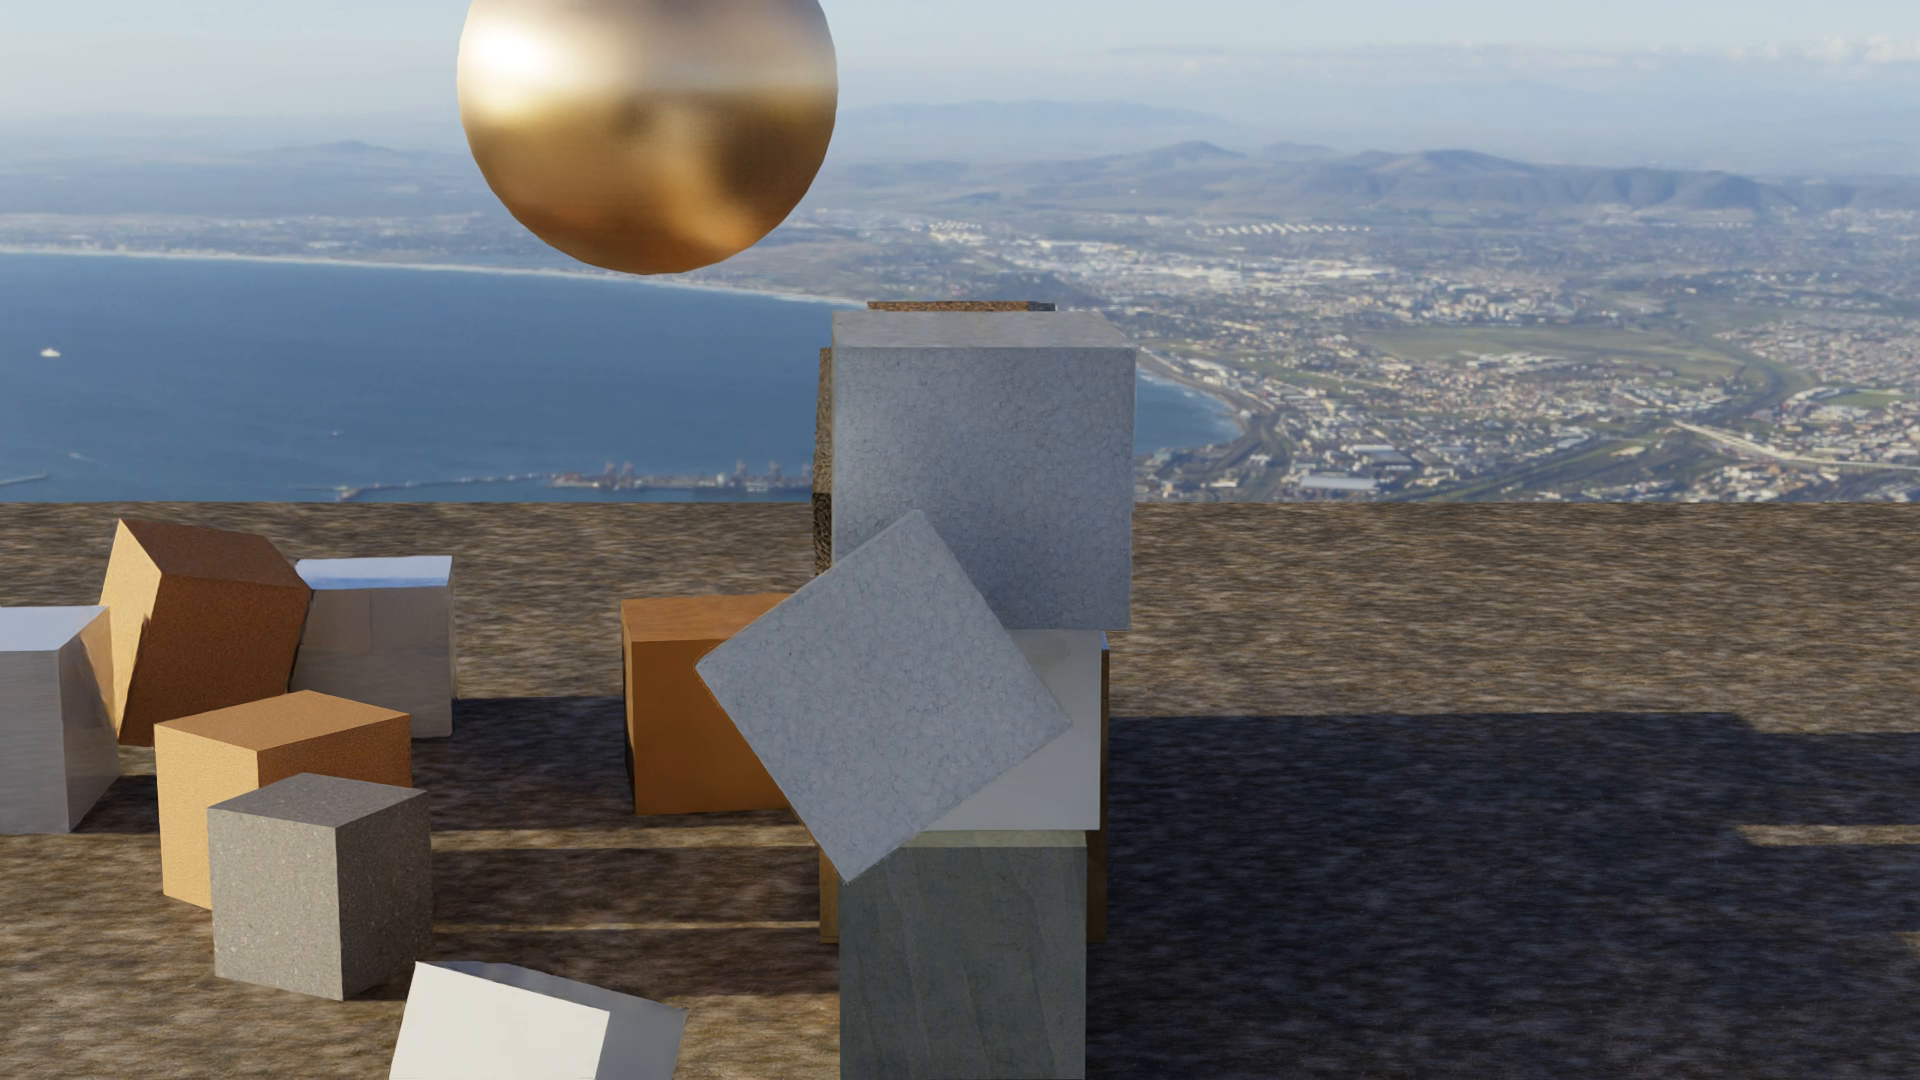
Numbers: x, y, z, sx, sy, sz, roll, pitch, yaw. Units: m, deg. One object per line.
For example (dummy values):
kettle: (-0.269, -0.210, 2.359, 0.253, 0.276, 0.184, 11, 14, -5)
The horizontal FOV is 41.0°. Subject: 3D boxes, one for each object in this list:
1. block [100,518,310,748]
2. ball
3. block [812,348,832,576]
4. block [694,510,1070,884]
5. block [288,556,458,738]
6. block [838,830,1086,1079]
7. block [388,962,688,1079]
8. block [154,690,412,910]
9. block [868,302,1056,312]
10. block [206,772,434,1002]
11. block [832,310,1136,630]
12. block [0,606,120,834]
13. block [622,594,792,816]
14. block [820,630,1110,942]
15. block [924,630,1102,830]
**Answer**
block: (-3.989, 0.505, 13.365, 0.779, 0.937, 0.784, 8, 16, -36)
ball: (-1.312, -1.923, 10.831, 1.600, 1.600, 1.600, 0, 10, 0)
block: (-0.017, -0.029, 9.980, 1.044, 1.106, 0.929, 0, 38, 0)
block: (-0.233, 0.437, 7.522, 0.774, 0.744, 0.614, -35, 2, -3)
block: (-3.213, 0.582, 14.063, 0.845, 0.823, 0.883, -2, 10, -9)
block: (0.009, 1.423, 9.077, 0.834, 0.952, 0.820, 0, 10, 0)
block: (-1.326, 1.674, 7.974, 0.665, 0.581, 0.589, 11, -6, 19)
block: (-2.922, 1.146, 11.136, 0.720, 0.760, 0.795, 8, 13, 38)
block: (0.018, -0.813, 12.495, 0.773, 0.680, 0.759, 1, 4, 12)
block: (-2.526, 1.359, 10.166, 0.632, 0.689, 0.569, 5, 11, 26)
block: (0.048, -0.255, 8.478, 0.931, 0.895, 0.983, 0, 12, -3)
block: (-4.679, 0.858, 12.390, 0.931, 0.878, 1.009, -1, 10, -5)
block: (-1.211, 0.798, 12.794, 0.883, 0.852, 1.021, -2, 10, -10)
block: (0.013, 0.939, 10.967, 1.171, 1.228, 1.177, 0, 10, 0)
block: (0.018, 0.508, 9.102, 0.912, 0.838, 0.815, 0, 10, -1)
